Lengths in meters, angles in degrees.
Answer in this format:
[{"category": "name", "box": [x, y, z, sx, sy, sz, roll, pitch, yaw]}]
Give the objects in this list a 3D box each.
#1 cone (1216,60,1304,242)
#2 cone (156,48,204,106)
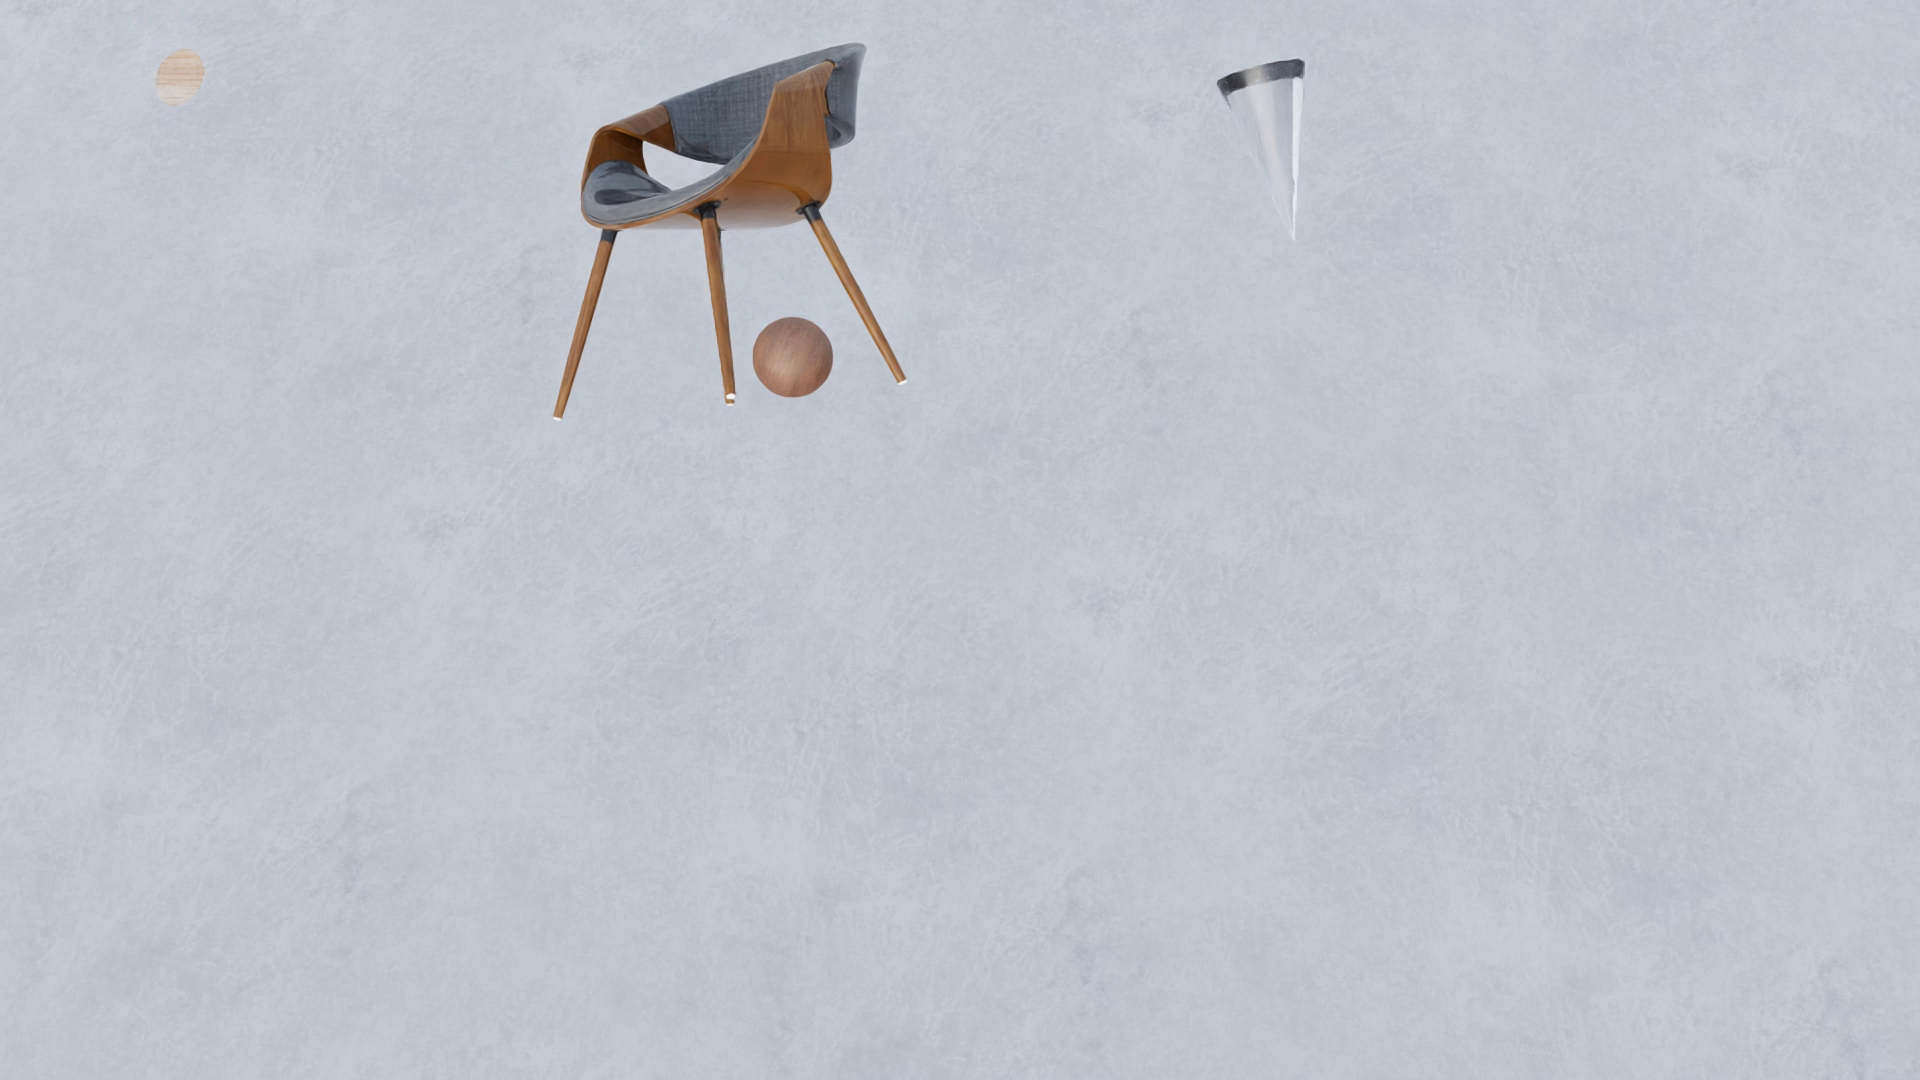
[{"category": "cone", "box": [0.548, -0.660, 3.797, 0.148, 0.162, 0.299, -11, 90, -35]}, {"category": "cone", "box": [-1.083, -0.643, 3.094, 0.090, 0.041, 0.084, 8, 84, 26]}]
